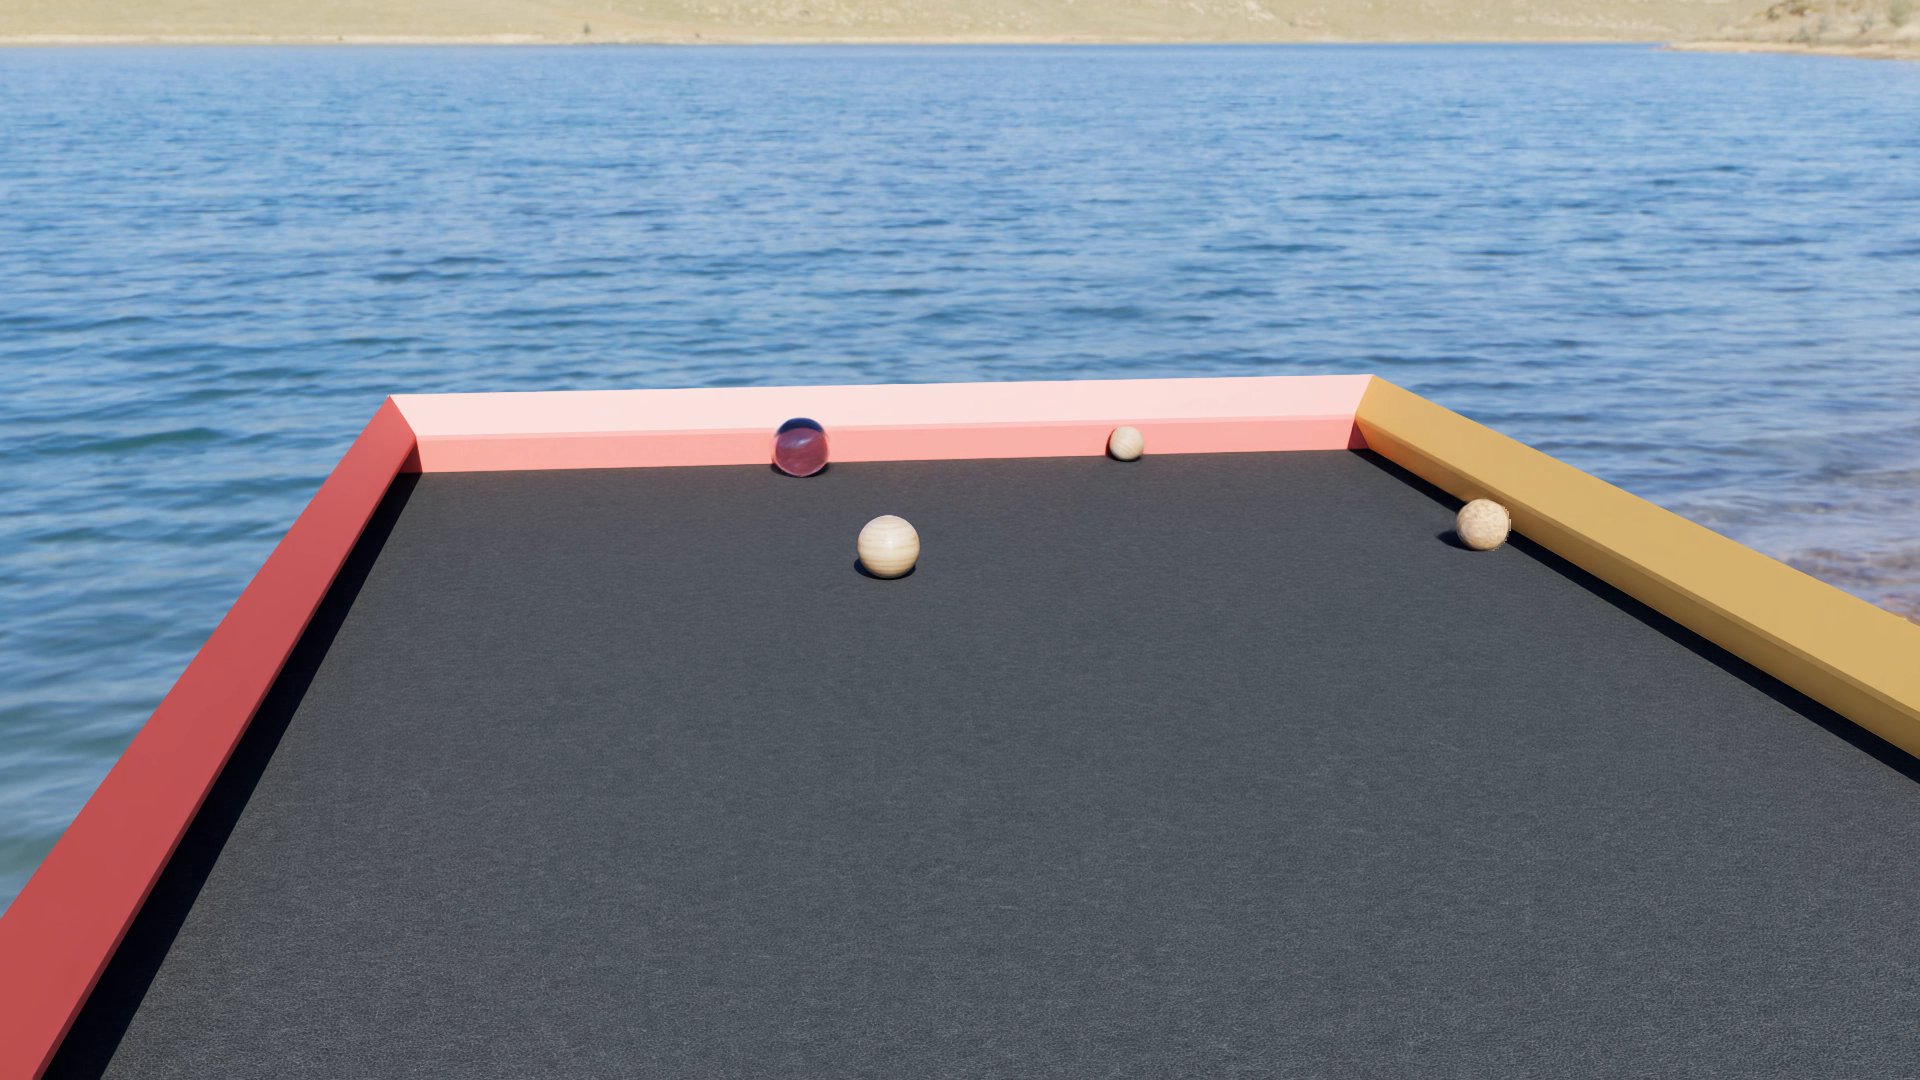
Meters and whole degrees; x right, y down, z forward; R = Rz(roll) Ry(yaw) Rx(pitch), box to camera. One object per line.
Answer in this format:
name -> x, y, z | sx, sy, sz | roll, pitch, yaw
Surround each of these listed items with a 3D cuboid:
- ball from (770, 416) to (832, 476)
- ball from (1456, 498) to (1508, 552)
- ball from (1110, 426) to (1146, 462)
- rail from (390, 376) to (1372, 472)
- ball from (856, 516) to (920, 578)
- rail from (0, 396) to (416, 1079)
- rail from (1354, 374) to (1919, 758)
ball -> -0.257, -0.151, 3.549 | 0.098, 0.098, 0.098 | 0, 13, 0
ball -> 0.720, -0.021, 3.031 | 0.072, 0.072, 0.072 | 0, 13, 0
ball -> 0.280, -0.161, 3.680 | 0.060, 0.060, 0.060 | 0, 13, 0
rail -> -0.104, -0.192, 3.658 | 1.651, 0.127, 0.045 | -2, 13, -8
ball -> -0.093, 0.009, 2.874 | 0.083, 0.083, 0.083 | 0, 13, 0
rail -> -0.687, 0.173, 2.044 | 0.045, 0.127, 3.168 | -2, 13, -8
rail -> 0.902, 0.125, 2.256 | 0.045, 0.127, 3.168 | -2, 13, -8
